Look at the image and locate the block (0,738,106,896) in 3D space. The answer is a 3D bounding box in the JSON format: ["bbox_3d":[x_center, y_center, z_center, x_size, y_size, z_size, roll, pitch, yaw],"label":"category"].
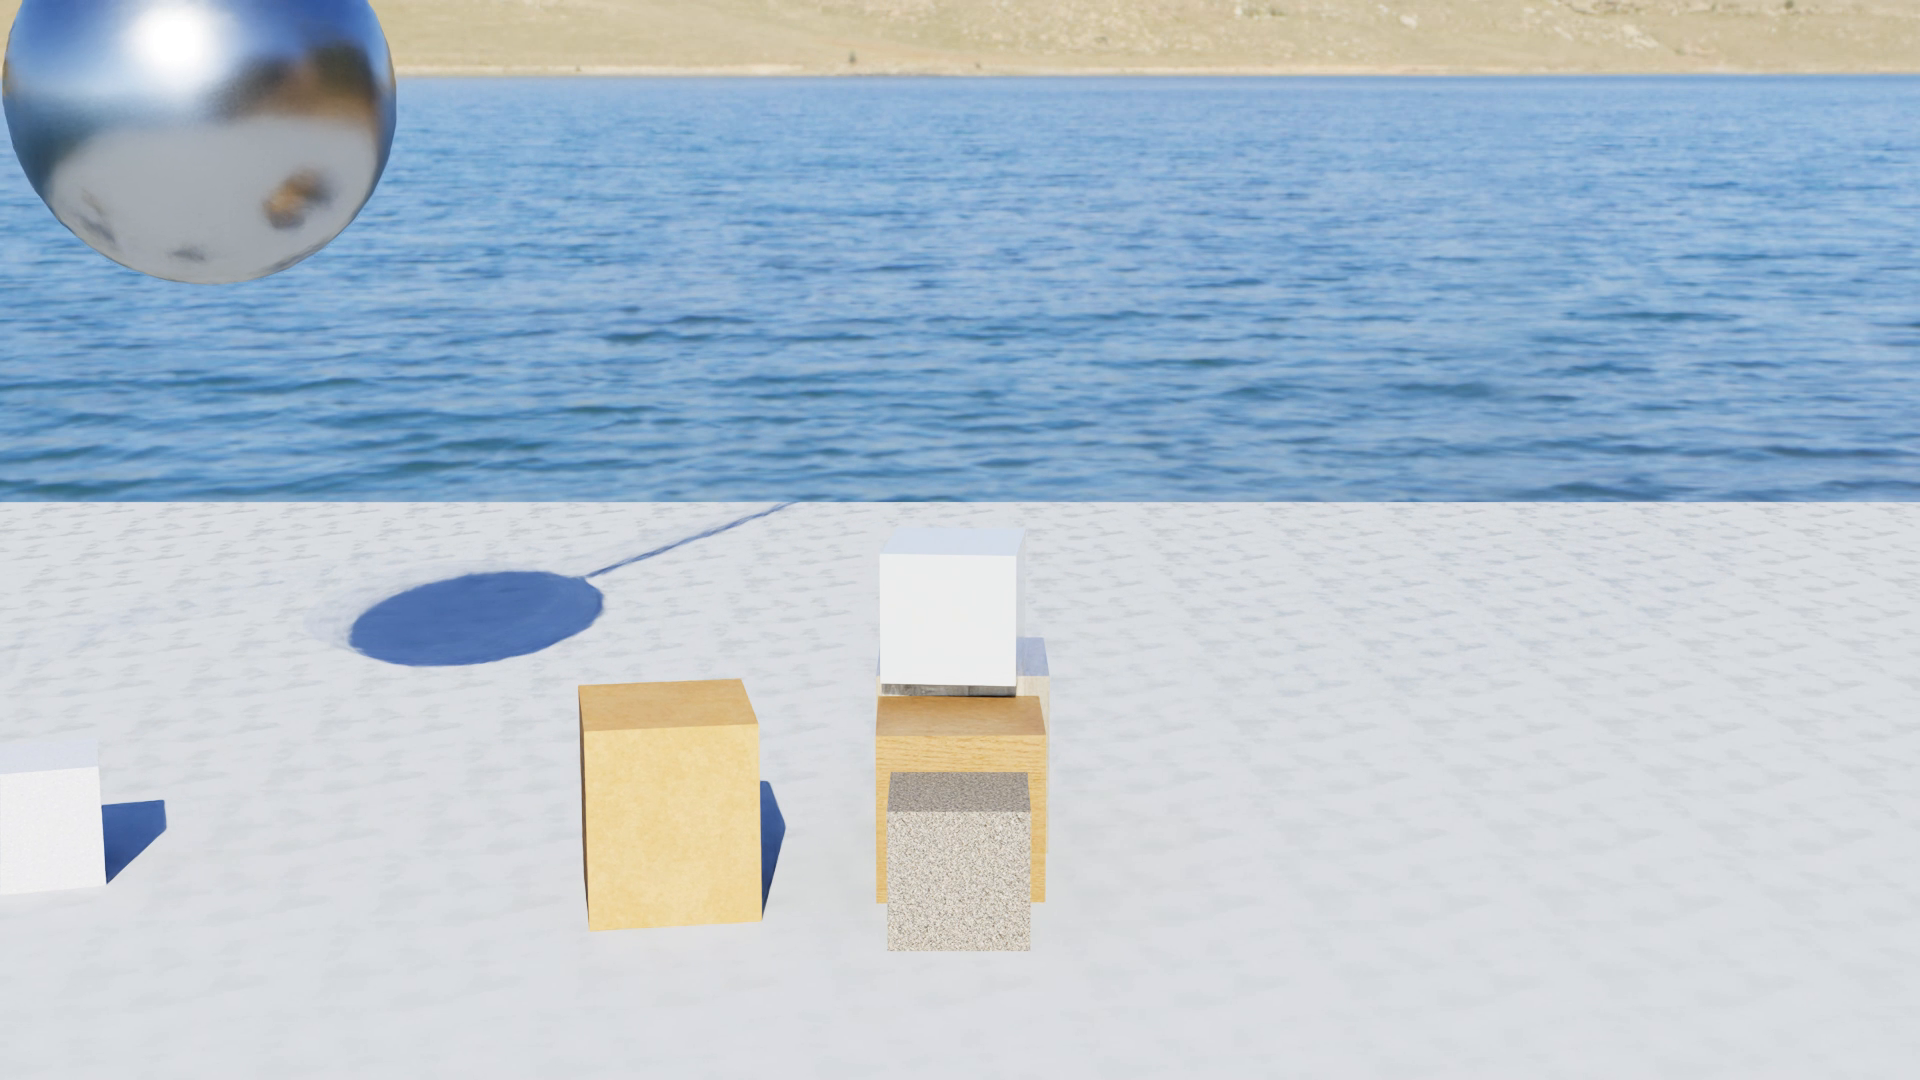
[{"bbox_3d":[-4.061,1.219,11.355,0.497,0.538,0.516,-4,11,-19],"label":"block"}]

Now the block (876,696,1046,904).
[{"bbox_3d":[-0.001,1.130,11.284,0.725,0.740,0.706,0,10,-1],"label":"block"}]

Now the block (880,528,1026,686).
[{"bbox_3d":[-0.024,0.294,11.675,0.603,0.586,0.677,1,10,5],"label":"block"}]

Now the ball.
[{"bbox_3d":[-3.194,-1.880,10.839,1.600,1.600,1.600,0,10,0],"label":"ball"}]

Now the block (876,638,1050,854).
[{"bbox_3d":[0.012,0.949,12.027,0.783,0.830,0.811,0,10,0],"label":"block"}]

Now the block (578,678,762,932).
[{"bbox_3d":[-1.255,1.119,11.022,0.716,0.854,0.824,-2,10,-10],"label":"block"}]

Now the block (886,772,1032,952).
[{"bbox_3d":[-0.004,1.325,10.640,0.580,0.586,0.597,0,10,0],"label":"block"}]
